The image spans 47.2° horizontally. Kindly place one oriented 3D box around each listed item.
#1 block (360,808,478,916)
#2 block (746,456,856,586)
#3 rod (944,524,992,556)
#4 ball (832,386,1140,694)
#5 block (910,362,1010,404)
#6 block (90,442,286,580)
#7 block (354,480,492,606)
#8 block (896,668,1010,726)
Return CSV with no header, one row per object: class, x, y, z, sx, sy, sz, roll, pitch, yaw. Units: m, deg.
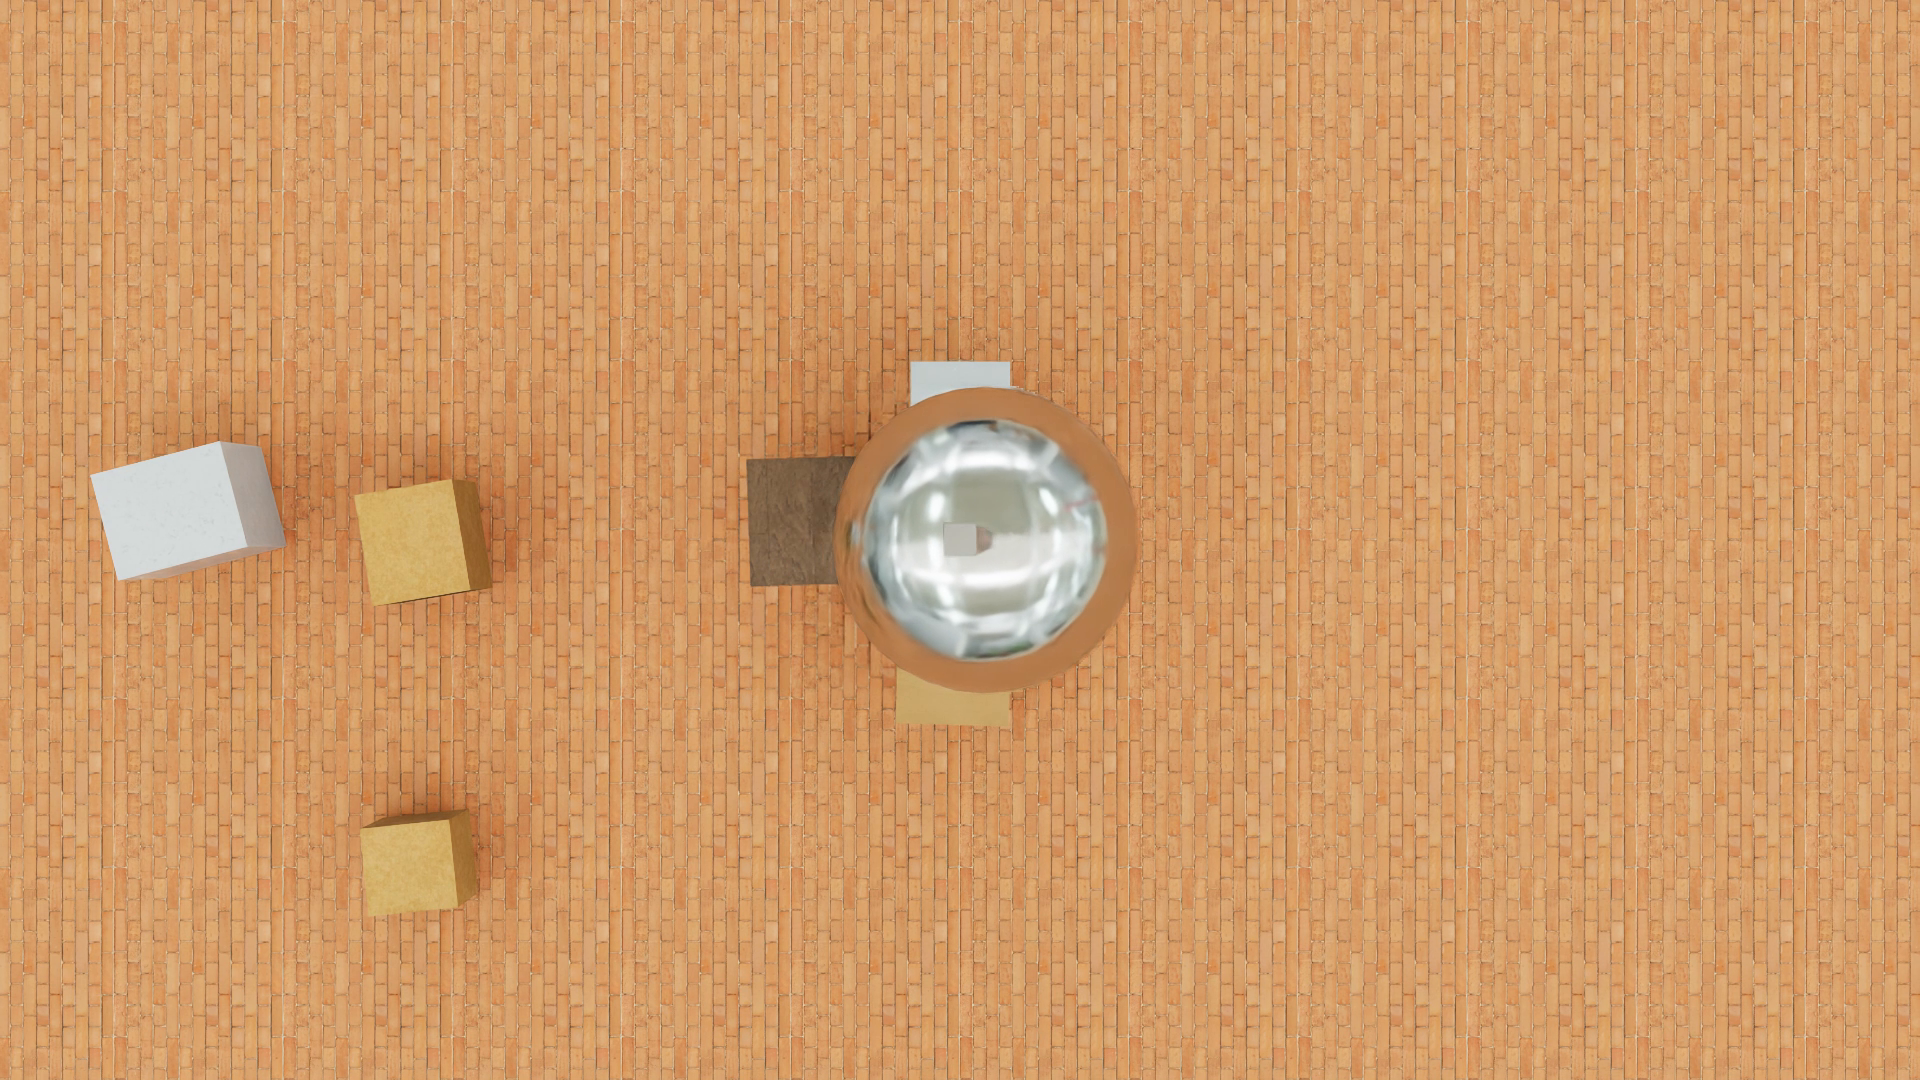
block,-3.130,1.863,12.744,0.511,0.512,0.501,-6,90,0
block,-0.874,-0.105,12.656,0.622,0.689,0.713,-2,90,0
rod,0.057,0.000,8.047,0.080,5.200,0.080,0,90,1
ball,0.131,0.000,11.446,1.600,1.600,1.600,0,90,0
block,0.002,-0.730,12.699,0.559,0.602,0.550,0,90,0
block,-4.415,-0.163,12.637,0.746,0.727,0.609,-15,90,0
block,-3.088,0.015,12.699,0.558,0.602,0.635,-10,90,0
block,-0.033,0.674,12.672,0.632,0.656,0.727,2,90,0
